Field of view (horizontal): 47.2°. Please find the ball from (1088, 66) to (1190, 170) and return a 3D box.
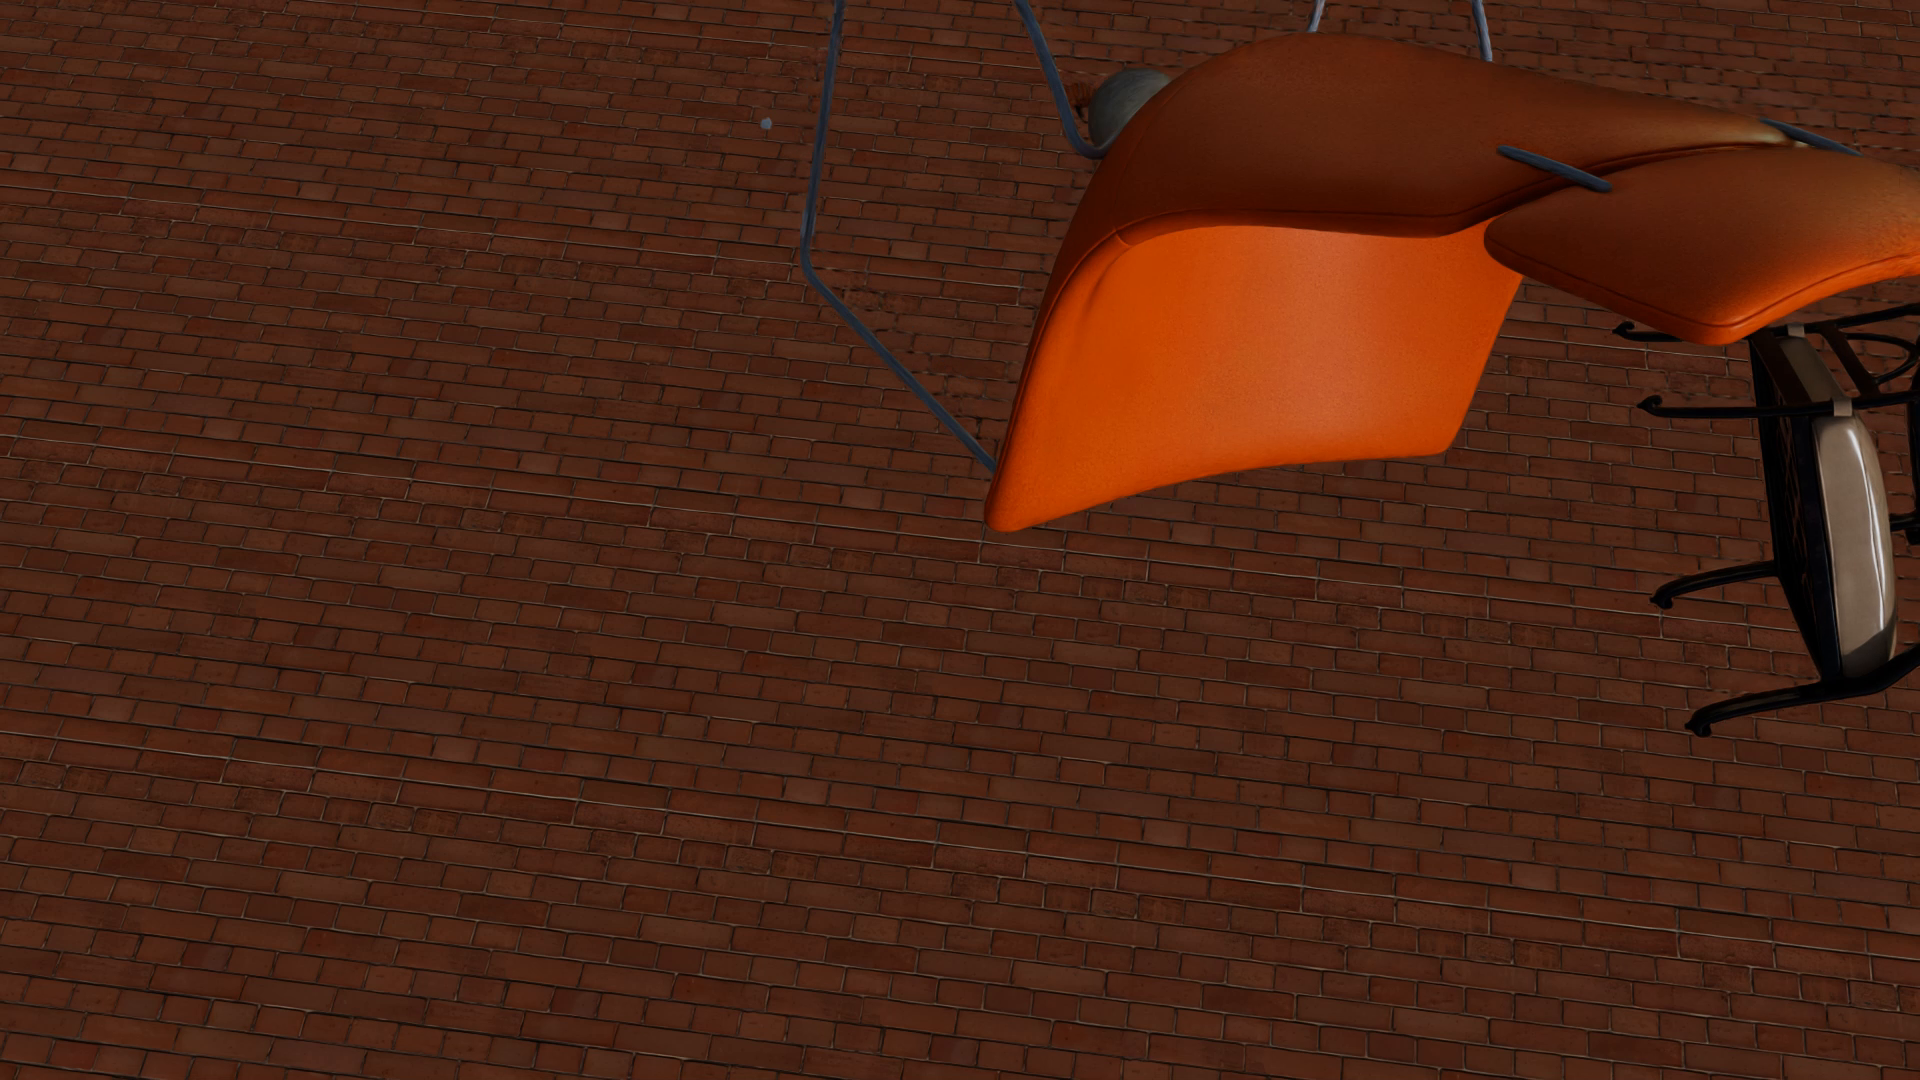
[{"bbox_3d":[0.365,-0.859,4.490,0.209,0.209,0.209,0,56,0],"label":"ball"}]
